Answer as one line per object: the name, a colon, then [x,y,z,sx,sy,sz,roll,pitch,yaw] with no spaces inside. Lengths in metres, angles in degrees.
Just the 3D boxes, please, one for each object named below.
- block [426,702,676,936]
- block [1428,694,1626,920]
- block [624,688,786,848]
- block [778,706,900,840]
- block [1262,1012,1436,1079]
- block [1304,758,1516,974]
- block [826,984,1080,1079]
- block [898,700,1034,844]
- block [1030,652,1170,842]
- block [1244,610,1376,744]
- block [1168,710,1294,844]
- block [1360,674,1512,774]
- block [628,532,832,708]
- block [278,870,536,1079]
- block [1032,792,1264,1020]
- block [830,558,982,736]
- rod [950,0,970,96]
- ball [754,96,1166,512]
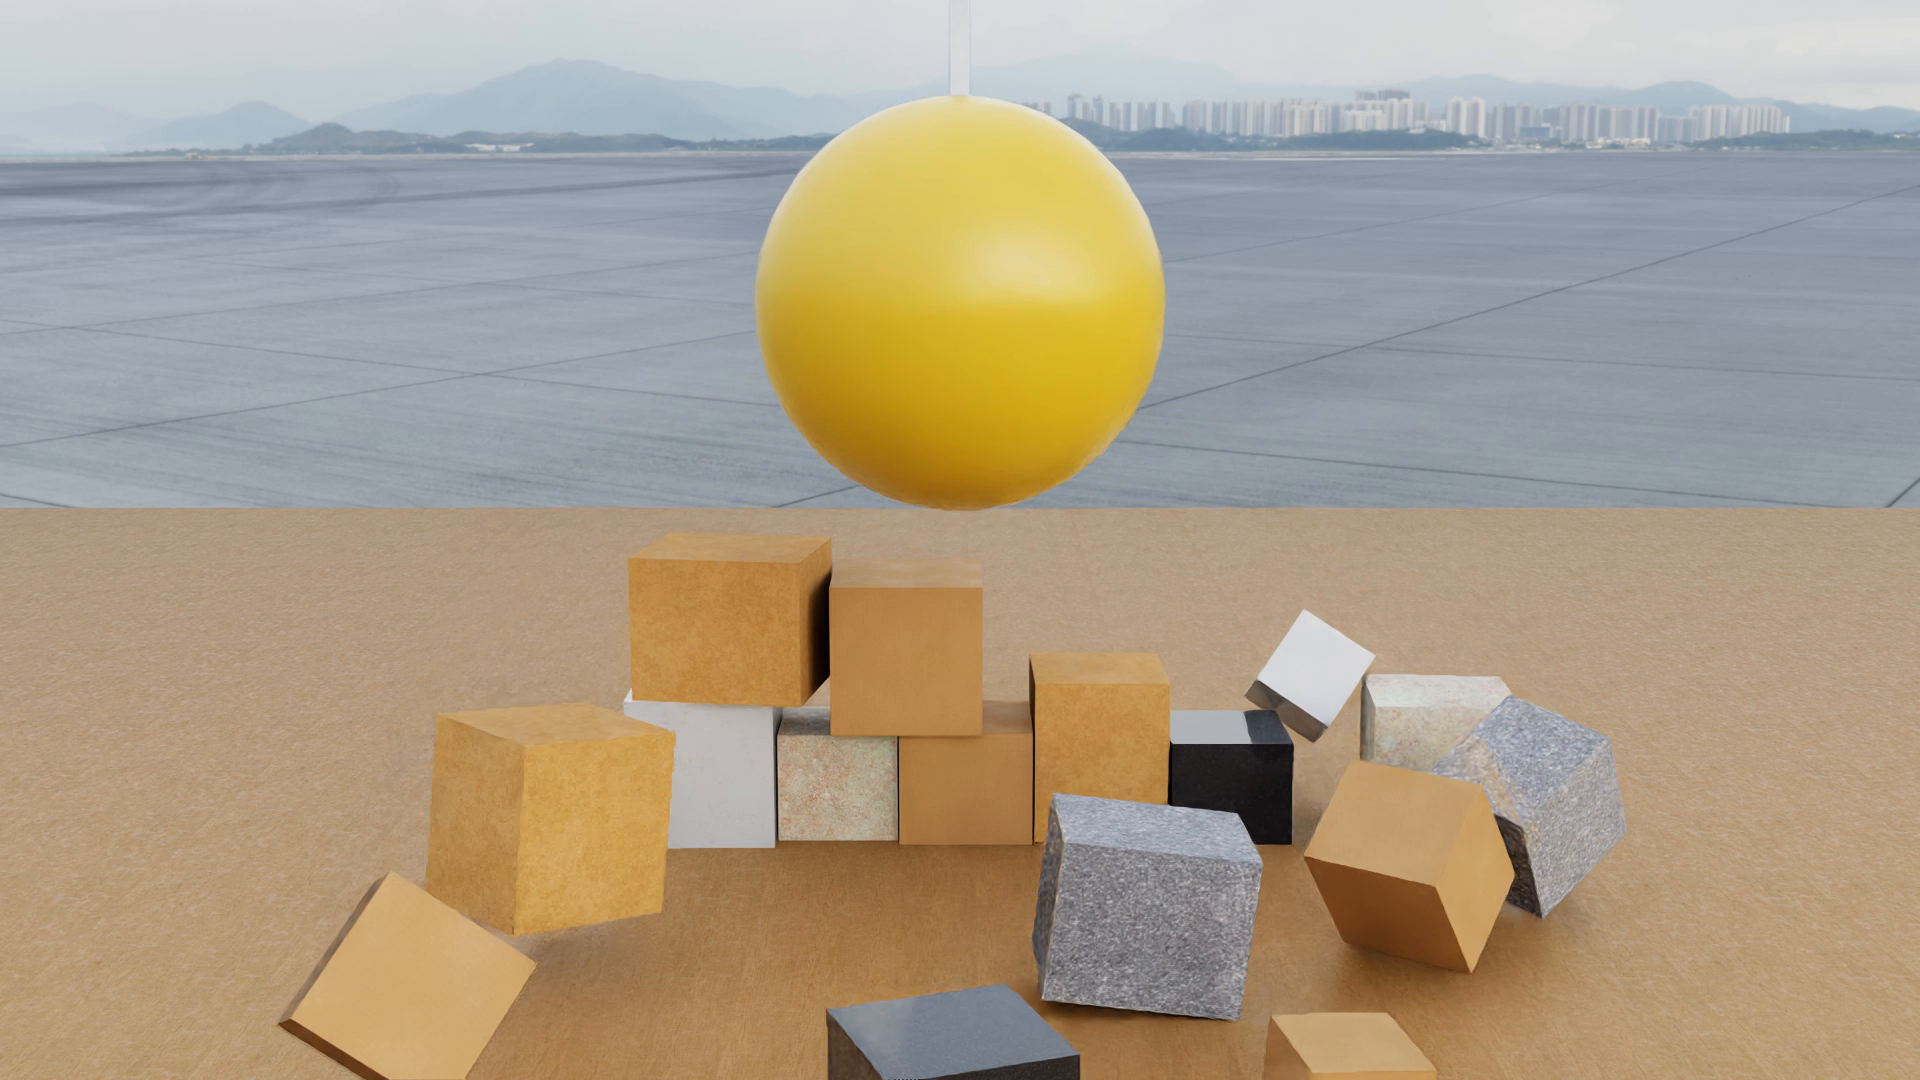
block: [-1.746,1.166,9.371,0.752,0.787,0.672,-1,9,-45]
block: [2.610,1.223,10.138,0.632,0.625,0.554,-39,39,-22]
block: [-1.301,1.105,11.373,0.741,0.757,0.790,0,10,0]
block: [-0.618,1.203,11.409,0.606,0.550,0.582,0,10,0]
block: [1.331,1.931,7.613,0.441,0.422,0.443,2,13,-12]
block: [1.943,1.401,9.470,0.607,0.648,0.532,9,52,37]
block: [-0.032,1.920,7.332,0.656,0.599,0.646,-4,11,-20]
block: [0.030,1.194,11.380,0.671,0.580,0.659,0,10,0]
block: [0.710,1.065,11.394,0.676,0.825,0.685,0,10,-1]
block: [1.848,0.724,11.647,0.444,0.465,0.402,34,-16,8]
block: [1.367,1.220,11.389,0.610,0.525,0.660,0,10,0]
block: [2.463,1.128,11.355,0.722,0.717,0.684,1,10,4]
block: [-1.149,0.392,11.162,0.862,0.721,0.725,2,10,9]
block: [-1.970,1.615,7.814,0.606,0.590,0.563,35,-24,-10]
block: [0.760,1.510,9.135,0.804,0.666,0.675,7,10,-3]
block: [-0.268,0.538,11.260,0.755,0.754,0.758,0,10,0]
rod: [0.000,-4.214,9.340,0.080,5.200,0.080,0,-14,0]
ball: [0.000,-0.911,8.537,1.600,1.600,1.600,0,10,0]
